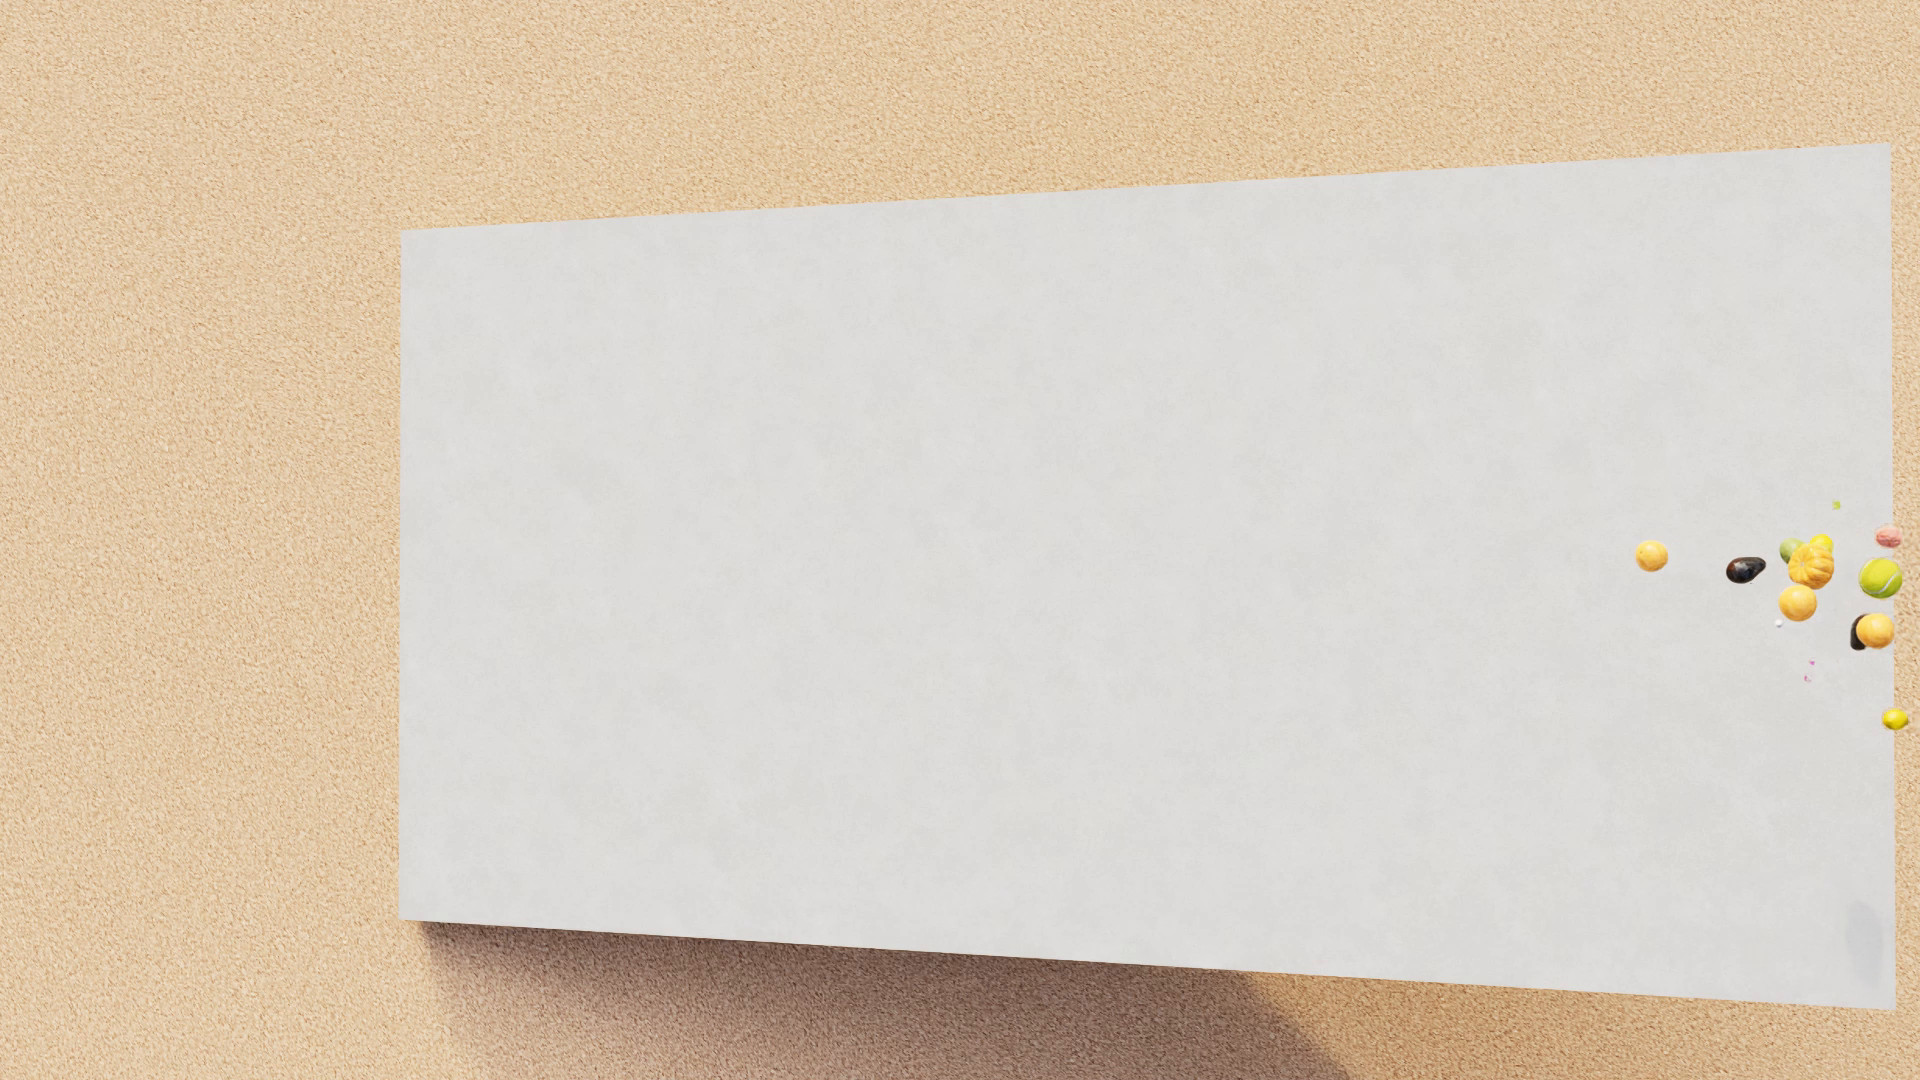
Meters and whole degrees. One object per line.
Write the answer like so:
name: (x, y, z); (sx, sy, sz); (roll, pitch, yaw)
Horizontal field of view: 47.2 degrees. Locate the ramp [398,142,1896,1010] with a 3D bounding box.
ramp: (0.279, 0.091, 5.774); (4.000, 0.100, 2.000); (0, 89, 19)
